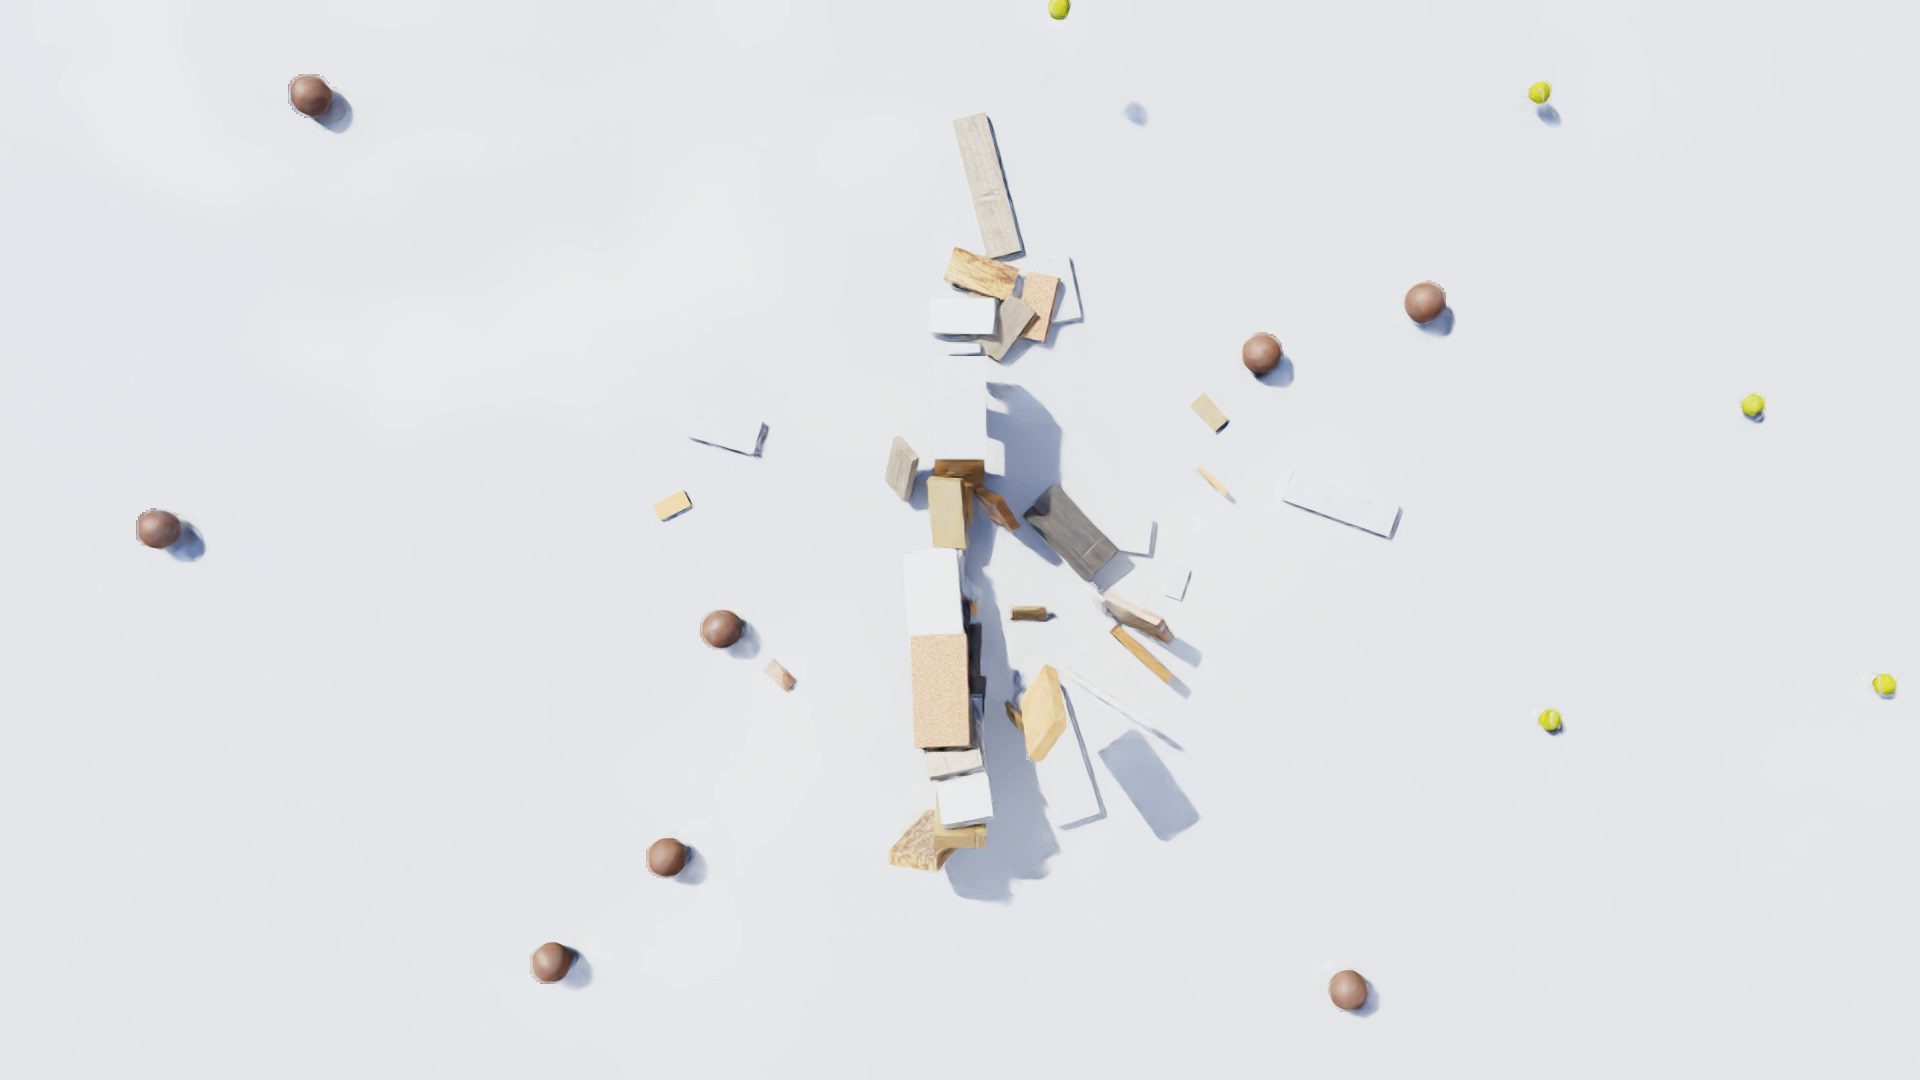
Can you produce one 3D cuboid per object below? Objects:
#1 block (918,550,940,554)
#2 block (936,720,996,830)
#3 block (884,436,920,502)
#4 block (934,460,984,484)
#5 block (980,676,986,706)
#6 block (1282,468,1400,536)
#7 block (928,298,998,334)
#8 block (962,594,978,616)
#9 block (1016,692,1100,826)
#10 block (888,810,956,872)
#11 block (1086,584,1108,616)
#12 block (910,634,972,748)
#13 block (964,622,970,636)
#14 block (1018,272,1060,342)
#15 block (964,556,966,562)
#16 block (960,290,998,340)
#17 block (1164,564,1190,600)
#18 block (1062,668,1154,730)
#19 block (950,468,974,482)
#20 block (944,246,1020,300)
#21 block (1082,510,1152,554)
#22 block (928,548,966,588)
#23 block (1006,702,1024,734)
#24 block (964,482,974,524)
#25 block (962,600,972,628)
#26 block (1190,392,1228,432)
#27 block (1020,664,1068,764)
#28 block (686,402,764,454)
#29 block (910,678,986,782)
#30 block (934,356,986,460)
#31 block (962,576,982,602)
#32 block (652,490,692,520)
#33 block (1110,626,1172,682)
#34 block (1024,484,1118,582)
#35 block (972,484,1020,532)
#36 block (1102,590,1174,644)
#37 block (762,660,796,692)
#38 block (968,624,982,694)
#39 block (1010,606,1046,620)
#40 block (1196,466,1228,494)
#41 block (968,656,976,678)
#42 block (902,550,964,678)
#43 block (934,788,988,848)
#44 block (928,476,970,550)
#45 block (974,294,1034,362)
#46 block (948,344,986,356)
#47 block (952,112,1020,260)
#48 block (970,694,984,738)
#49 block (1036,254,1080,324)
[{"bbox_3d":[-0.085,0.153,5.399,0.117,0.033,0.234,2,82,20],"label":"block"},{"bbox_3d":[0.006,0.746,5.265,0.165,0.047,0.329,-11,61,5],"label":"block"},{"bbox_3d":[-0.190,-0.233,5.388,0.030,0.213,0.107,-26,63,-28],"label":"block"},{"bbox_3d":[-0.001,-0.263,5.341,0.161,0.321,0.046,0,70,0],"label":"block"},{"bbox_3d":[0.011,0.594,5.480,0.140,0.040,0.280,3,90,0],"label":"block"},{"bbox_3d":[1.266,-0.126,5.484,0.367,0.033,0.115,19,90,0],"label":"block"},{"bbox_3d":[0.011,-0.738,5.445,0.227,0.032,0.113,3,90,21],"label":"block"},{"bbox_3d":[0.027,0.203,5.493,0.048,0.014,0.096,-14,90,0],"label":"block"},{"bbox_3d":[0.324,0.710,5.479,0.151,0.043,0.452,-18,90,0],"label":"block"},{"bbox_3d":[-0.090,0.966,5.317,0.165,0.329,0.047,4,106,21],"label":"block"},{"bbox_3d":[0.451,0.196,5.436,0.016,0.114,0.057,-20,124,-12],"label":"block"},{"bbox_3d":[-0.061,0.478,5.231,0.176,0.050,0.353,-3,81,7],"label":"block"},{"bbox_3d":[-0.008,0.279,5.435,0.048,0.014,0.096,-18,88,11],"label":"block"},{"bbox_3d":[0.253,-0.773,5.462,0.107,0.030,0.213,14,96,13],"label":"block"},{"bbox_3d":[-0.002,0.026,5.484,0.046,0.013,0.092,0,102,0],"label":"block"},{"bbox_3d":[0.071,-0.769,5.486,0.101,0.029,0.203,10,90,0],"label":"block"},{"bbox_3d":[0.724,0.141,5.492,0.054,0.015,0.107,18,90,0],"label":"block"},{"bbox_3d":[0.480,0.520,5.391,0.344,0.061,0.017,33,84,9],"label":"block"},{"bbox_3d":[0.004,-0.196,5.424,0.077,0.154,0.022,0,70,0],"label":"block"},{"bbox_3d":[0.070,-0.878,5.451,0.227,0.032,0.113,19,91,-2],"label":"block"},{"bbox_3d":[0.513,-0.028,5.483,0.238,0.034,0.119,7,90,0],"label":"block"},{"bbox_3d":[-0.052,0.178,5.422,0.117,0.033,0.305,1,82,21],"label":"block"},{"bbox_3d":[0.182,0.588,5.441,0.015,0.107,0.054,-22,128,-15],"label":"block"},{"bbox_3d":[0.003,-0.120,5.446,0.077,0.022,0.154,-1,125,2],"label":"block"},{"bbox_3d":[0.011,0.245,5.457,0.046,0.013,0.092,7,82,1],"label":"block"},{"bbox_3d":[0.829,-0.425,5.491,0.061,0.017,0.121,-43,90,0],"label":"block"},{"bbox_3d":[0.250,0.519,4.962,0.043,0.302,0.151,26,114,-16],"label":"block"},{"bbox_3d":[-0.782,-0.370,5.484,0.230,0.033,0.115,16,90,0],"label":"block"},{"bbox_3d":[-0.042,0.580,5.287,0.176,0.050,0.353,-13,66,4],"label":"block"},{"bbox_3d":[0.000,-0.413,5.159,0.161,0.046,0.321,0,90,0],"label":"block"},{"bbox_3d":[0.024,0.159,5.479,0.092,0.013,0.046,42,87,-2],"label":"block"},{"bbox_3d":[-0.959,-0.116,5.492,0.114,0.016,0.057,-26,90,0],"label":"block"},{"bbox_3d":[0.596,0.375,5.440,0.238,0.119,0.034,43,90,0],"label":"block"},{"bbox_3d":[0.367,-0.023,5.449,0.151,0.043,0.302,-44,82,6],"label":"block"},{"bbox_3d":[0.117,-0.105,5.371,0.033,0.230,0.115,-35,111,-8],"label":"block"},{"bbox_3d":[0.579,0.253,5.376,0.238,0.119,0.034,27,71,40],"label":"block"},{"bbox_3d":[-0.599,0.451,5.492,0.107,0.015,0.054,42,90,0],"label":"block"},{"bbox_3d":[-0.001,0.416,5.449,0.140,0.040,0.280,2,77,0],"label":"block"},{"bbox_3d":[0.227,0.242,5.471,0.114,0.057,0.016,-1,48,-2],"label":"block"},{"bbox_3d":[0.835,-0.197,5.470,0.121,0.061,0.017,43,89,0],"label":"block"},{"bbox_3d":[0.015,0.408,5.410,0.048,0.014,0.096,-20,94,-5],"label":"block"},{"bbox_3d":[-0.079,0.254,5.322,0.176,0.050,0.429,-6,79,8],"label":"block"},{"bbox_3d":[0.003,0.873,5.343,0.165,0.329,0.047,1,118,0],"label":"block"},{"bbox_3d":[-0.038,-0.089,5.386,0.117,0.033,0.234,4,112,23],"label":"block"},{"bbox_3d":[0.147,-0.702,5.446,0.101,0.029,0.203,35,102,-7],"label":"block"},{"bbox_3d":[0.023,-0.596,5.246,0.101,0.203,0.029,0,89,6],"label":"block"},{"bbox_3d":[0.088,-1.176,5.484,0.113,0.032,0.474,-14,90,0],"label":"block"},{"bbox_3d":[0.007,0.640,5.395,0.140,0.040,0.280,0,105,5],"label":"block"},{"bbox_3d":[0.327,-0.834,5.485,0.107,0.030,0.213,-12,90,0],"label":"block"}]
